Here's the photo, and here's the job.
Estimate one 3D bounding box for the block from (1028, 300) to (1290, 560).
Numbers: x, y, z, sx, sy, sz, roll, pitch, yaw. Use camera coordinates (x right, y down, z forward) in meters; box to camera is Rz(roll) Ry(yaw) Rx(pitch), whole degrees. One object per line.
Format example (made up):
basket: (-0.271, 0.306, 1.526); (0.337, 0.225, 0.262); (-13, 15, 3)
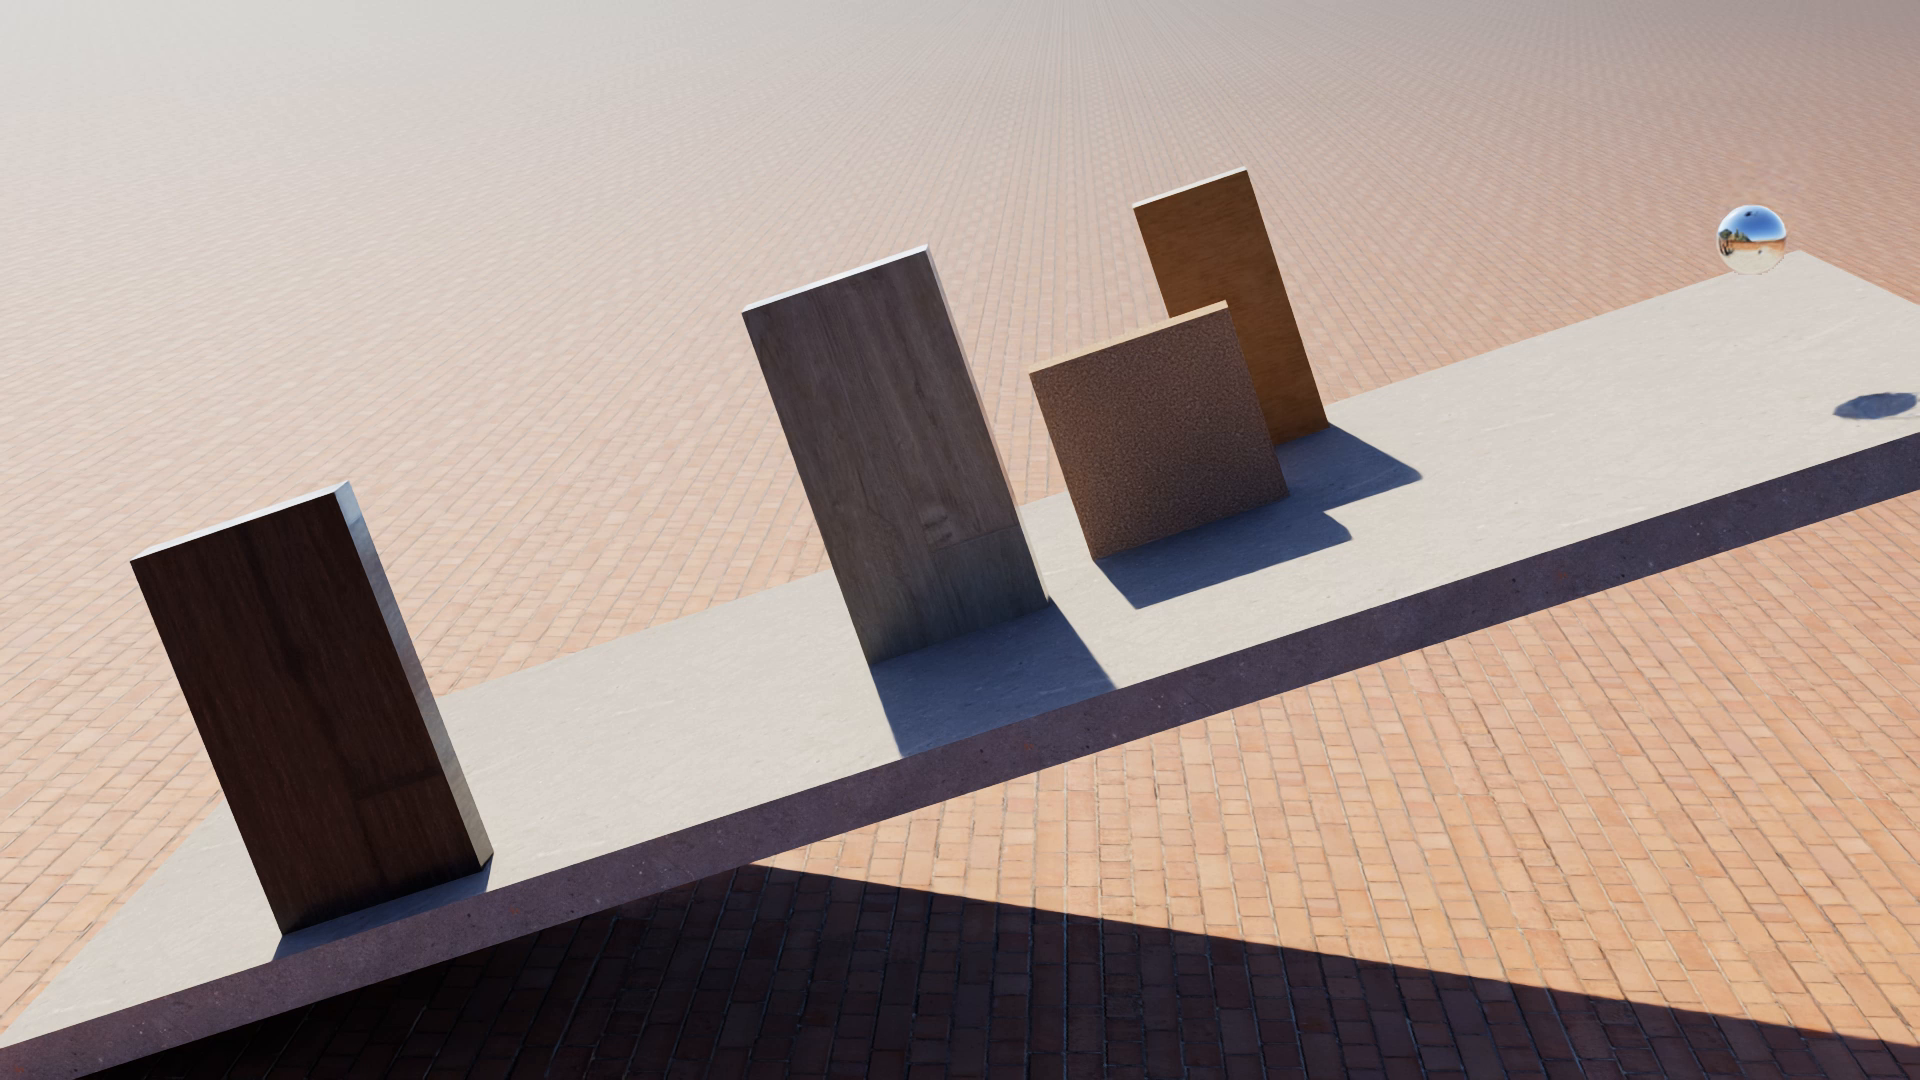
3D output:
block: (0.432, -0.238, 6.385); (0.449, 0.434, 0.114); (-18, 11, 6)

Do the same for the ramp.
ramp: (0.108, 0.180, 6.304); (4.000, 0.100, 2.000); (-18, 11, 6)

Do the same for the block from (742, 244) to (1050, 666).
block: (-0.129, -0.174, 6.106); (0.399, 0.784, 0.114); (-18, 11, 6)

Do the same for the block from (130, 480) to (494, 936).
block: (-1.224, 0.321, 5.583); (0.412, 0.773, 0.116); (-18, 11, 6)

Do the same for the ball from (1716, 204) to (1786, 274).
ball: (1.547, -0.588, 5.750); (0.134, 0.134, 0.134); (0, 12, 0)

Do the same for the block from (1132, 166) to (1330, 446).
block: (0.637, -0.527, 6.914); (0.277, 0.638, 0.094); (-18, 11, 6)
